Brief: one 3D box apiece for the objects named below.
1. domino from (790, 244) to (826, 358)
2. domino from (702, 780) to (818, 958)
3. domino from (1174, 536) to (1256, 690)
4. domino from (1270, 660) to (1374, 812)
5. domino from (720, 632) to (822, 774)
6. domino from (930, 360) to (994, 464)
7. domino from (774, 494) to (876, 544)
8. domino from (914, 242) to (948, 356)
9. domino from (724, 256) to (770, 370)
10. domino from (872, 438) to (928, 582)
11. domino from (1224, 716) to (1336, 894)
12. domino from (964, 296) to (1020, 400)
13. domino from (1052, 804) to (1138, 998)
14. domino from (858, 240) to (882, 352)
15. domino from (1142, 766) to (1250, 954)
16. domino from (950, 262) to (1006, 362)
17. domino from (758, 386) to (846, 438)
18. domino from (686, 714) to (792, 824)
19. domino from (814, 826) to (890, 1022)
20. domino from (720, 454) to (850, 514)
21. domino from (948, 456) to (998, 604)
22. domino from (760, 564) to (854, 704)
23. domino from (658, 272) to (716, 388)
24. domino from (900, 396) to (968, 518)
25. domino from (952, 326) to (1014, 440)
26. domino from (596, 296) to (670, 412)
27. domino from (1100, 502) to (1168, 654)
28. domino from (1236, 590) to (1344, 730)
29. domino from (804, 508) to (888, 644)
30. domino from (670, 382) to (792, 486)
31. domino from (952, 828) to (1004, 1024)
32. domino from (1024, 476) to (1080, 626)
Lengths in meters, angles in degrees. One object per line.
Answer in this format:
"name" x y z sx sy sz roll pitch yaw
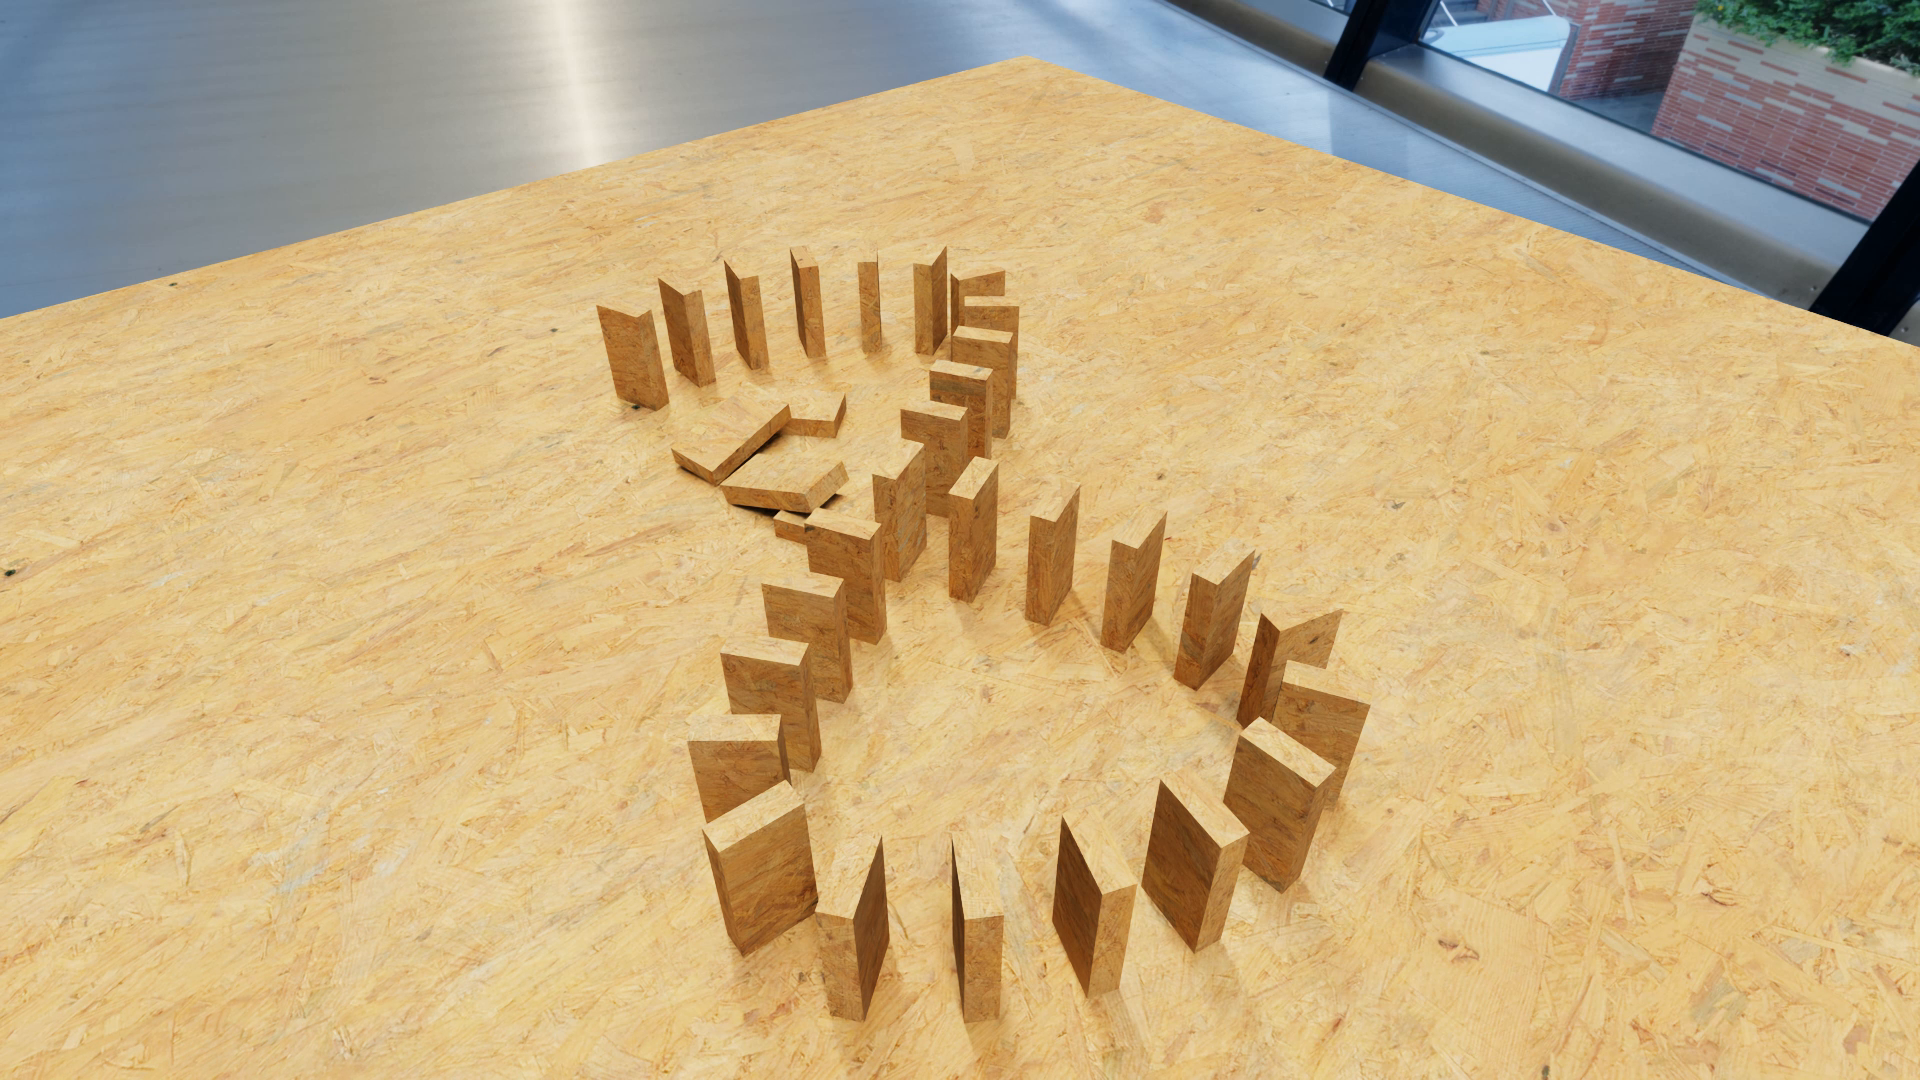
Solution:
"domino" -0.077 -0.121 0.559 0.009 0.050 0.025 -11 41 -13
"domino" -0.054 0.091 0.301 0.025 0.050 0.009 -26 46 -28
"domino" 0.088 0.026 0.380 0.010 0.050 0.025 29 47 31
"domino" 0.108 0.061 0.337 0.025 0.050 0.010 14 41 16
"domino" -0.059 0.052 0.348 0.025 0.050 0.009 8 40 10
"domino" 0.001 -0.052 0.475 0.025 0.050 0.009 13 41 15
"domino" -0.048 -0.006 0.451 0.050 0.009 0.025 15 42 18
"domino" -0.015 -0.123 0.561 0.009 0.050 0.025 11 41 13
"domino" -0.107 -0.113 0.550 0.010 0.050 0.025 -18 43 -20
"domino" -0.023 -0.011 0.425 0.010 0.050 0.025 15 42 18
"domino" 0.090 0.077 0.317 0.009 0.050 0.025 -30 48 -32
"domino" 0.015 -0.091 0.522 0.025 0.050 0.009 0 39 0
"domino" 0.035 0.097 0.293 0.010 0.050 0.025 -12 41 -14
"domino" -0.046 -0.125 0.564 0.010 0.050 0.025 -2 39 -2
"domino" 0.064 0.089 0.303 0.009 0.050 0.025 -20 43 -22
"domino" 0.009 -0.110 0.546 0.025 0.050 0.010 -17 42 -20
"domino" -0.081 -0.061 0.517 0.050 0.010 0.025 5 40 6
"domino" -0.063 0.072 0.324 0.025 0.050 0.010 0 39 0
"domino" -0.027 0.101 0.288 0.010 0.050 0.025 8 40 10
"domino" -0.074 -0.024 0.461 0.050 0.010 0.025 7 39 36
"domino" 0.005 -0.003 0.416 0.010 0.050 0.025 15 42 18
"domino" -0.051 0.033 0.372 0.025 0.050 0.010 11 40 13
"domino" -0.133 -0.102 0.536 0.010 0.050 0.025 -28 47 -30
"domino" -0.010 -0.033 0.452 0.025 0.050 0.010 13 41 15
"domino" 0.010 -0.071 0.498 0.025 0.050 0.009 10 40 11
"domino" -0.154 -0.087 0.518 0.025 0.050 0.010 20 43 23
"domino" 0.062 0.014 0.394 0.010 0.050 0.025 22 44 24
"domino" 0.108 0.041 0.361 0.025 0.050 0.009 -17 42 -19
"domino" -0.040 0.014 0.395 0.025 0.050 0.010 14 41 17
"domino" -0.102 -0.048 0.493 0.025 0.010 0.050 29 58 22
"domino" 0.004 0.101 0.288 0.009 0.050 0.025 -5 40 -6
"domino" 0.034 0.005 0.406 0.010 0.050 0.025 16 42 19
